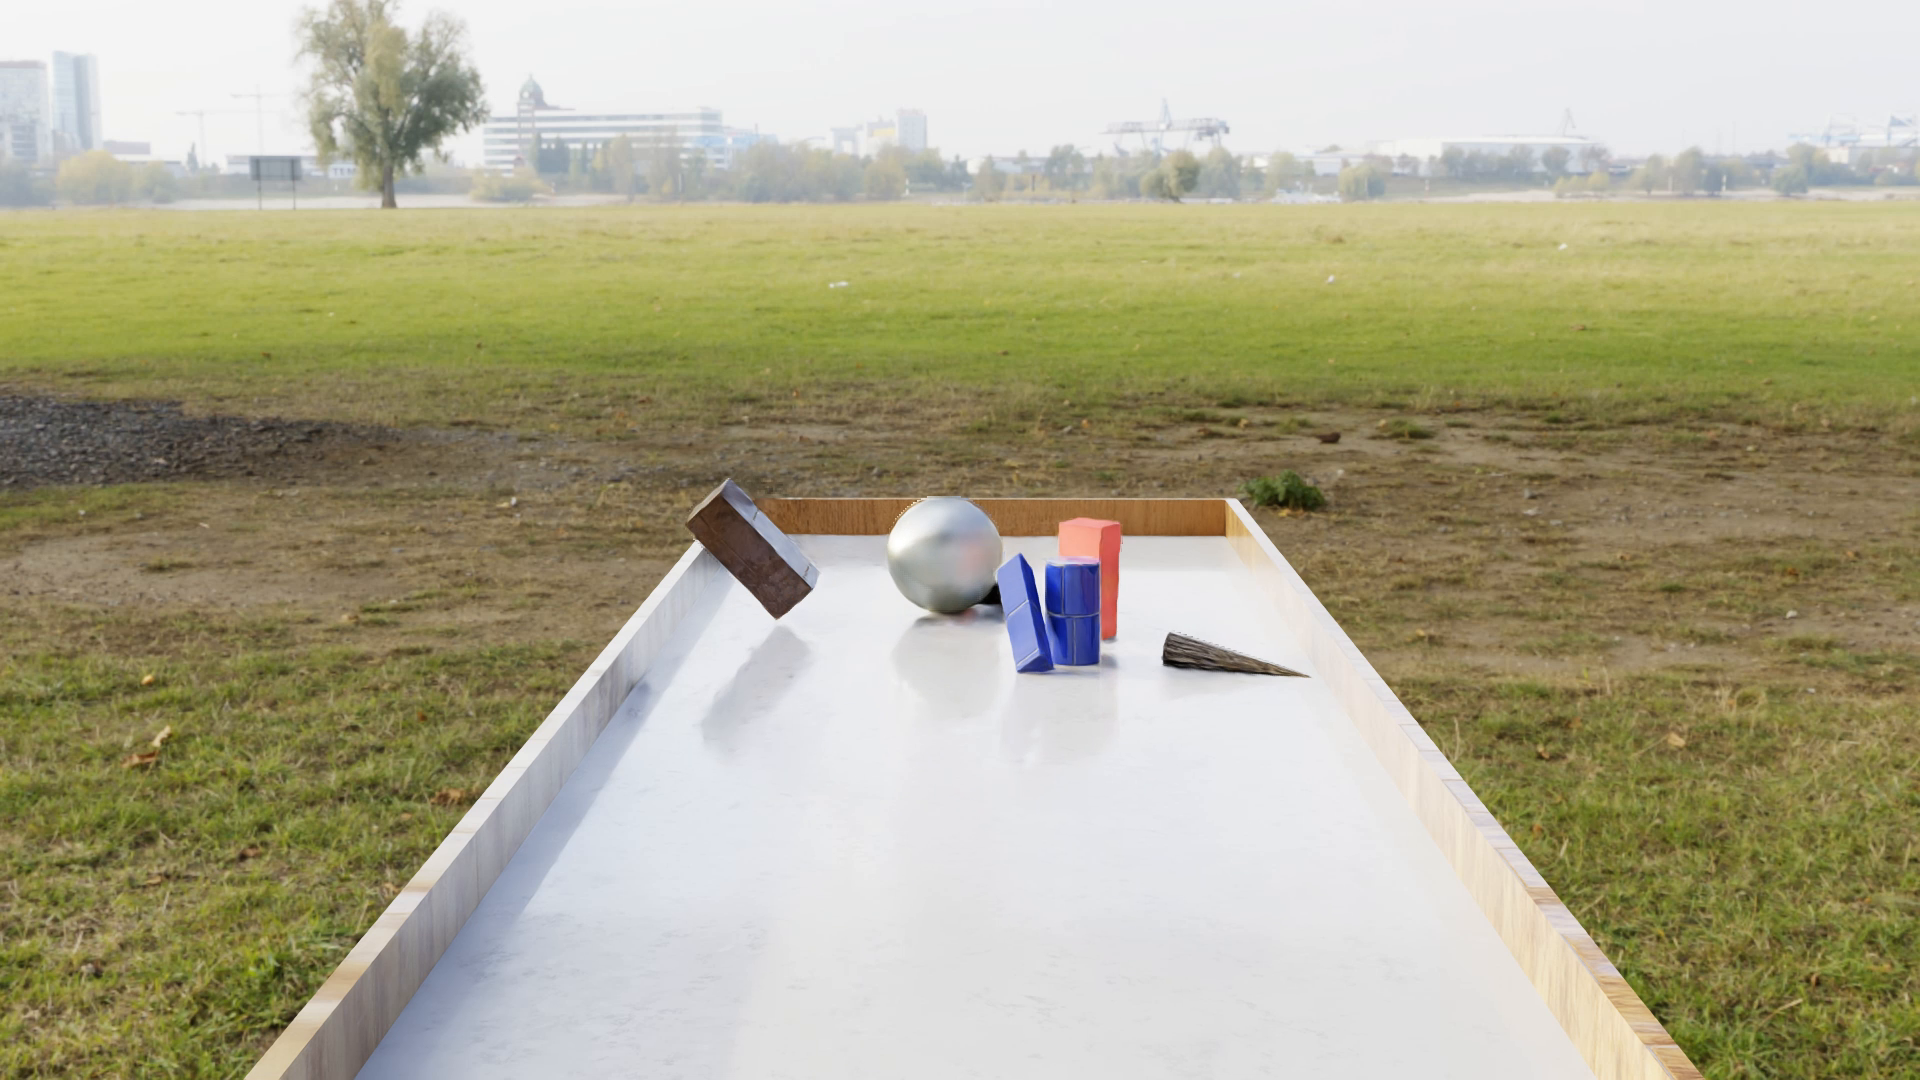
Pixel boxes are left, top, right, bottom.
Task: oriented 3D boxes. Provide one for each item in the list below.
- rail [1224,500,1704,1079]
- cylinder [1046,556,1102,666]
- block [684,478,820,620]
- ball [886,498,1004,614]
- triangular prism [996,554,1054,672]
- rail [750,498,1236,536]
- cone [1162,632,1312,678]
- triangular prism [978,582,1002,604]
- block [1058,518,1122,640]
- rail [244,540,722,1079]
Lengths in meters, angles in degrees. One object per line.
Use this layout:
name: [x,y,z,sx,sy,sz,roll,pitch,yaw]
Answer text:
rail: [1.046,0.843,3.208,0.050,0.150,12.000,0,9,1]
cylinder: [0.343,0.214,6.667,0.169,0.310,0.169,0,9,0]
block: [-0.685,0.030,7.281,0.167,0.443,0.167,-40,12,16]
ball: [-0.051,0.051,7.430,0.393,0.393,0.393,0,9,0]
triangular prism: [0.212,0.228,6.607,0.099,0.359,0.114,17,-42,-36]
rail: [0.099,-0.098,9.147,2.100,0.150,0.050,0,9,1]
cone: [0.835,0.367,6.528,0.459,0.103,0.103,10,12,21]
triangular prism: [0.057,0.086,7.762,0.147,0.127,0.399,-3,22,-22]
block: [0.410,0.126,7.029,0.146,0.366,0.146,7,11,30]
rail: [-1.004,0.839,3.234,0.050,0.150,12.000,0,9,1]
